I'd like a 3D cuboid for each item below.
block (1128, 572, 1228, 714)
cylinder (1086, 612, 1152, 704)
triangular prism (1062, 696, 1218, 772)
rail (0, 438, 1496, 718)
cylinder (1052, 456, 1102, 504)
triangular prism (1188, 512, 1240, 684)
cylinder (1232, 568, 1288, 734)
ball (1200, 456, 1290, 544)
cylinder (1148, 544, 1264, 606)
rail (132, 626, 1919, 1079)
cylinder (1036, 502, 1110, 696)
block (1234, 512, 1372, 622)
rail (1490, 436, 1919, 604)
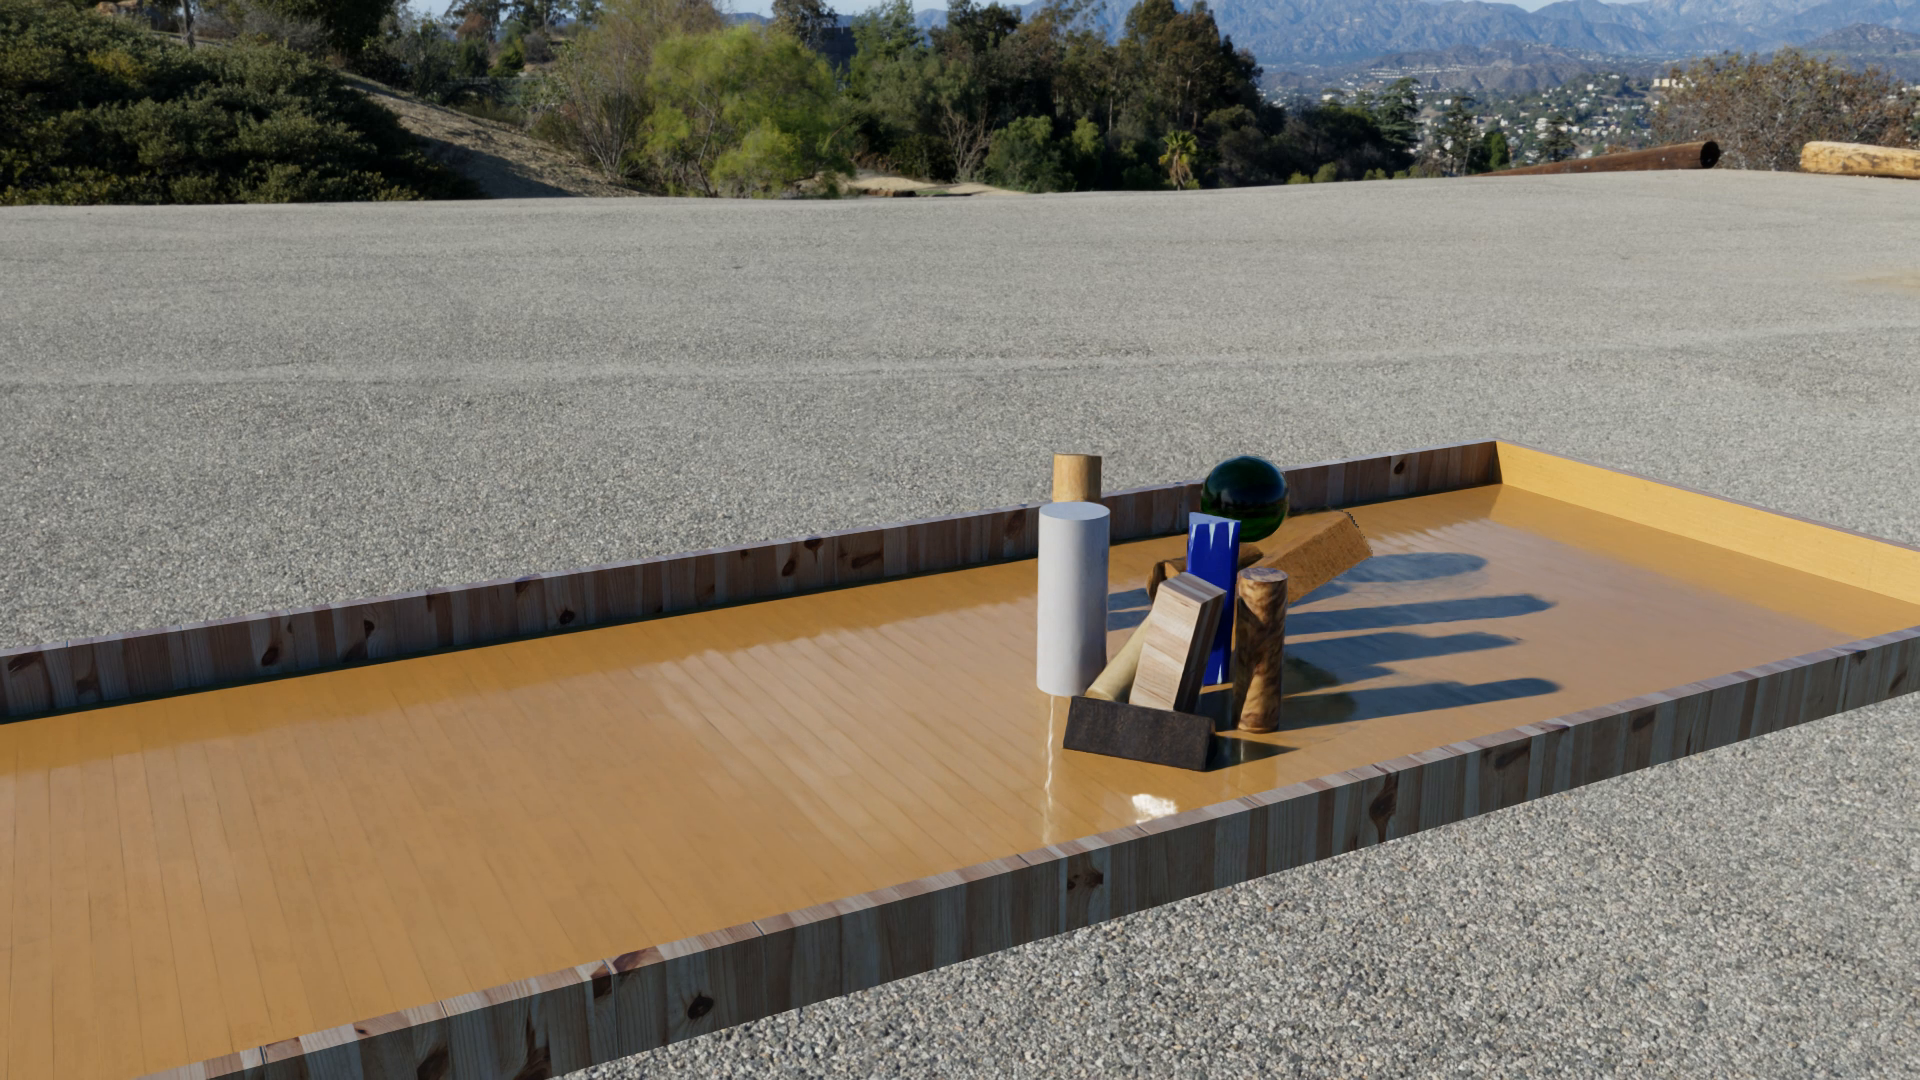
[{"bbox_3d":[0.497,0.264,3.806,0.115,0.351,0.115,27,29,32],"label":"block"},{"bbox_3d":[0.444,0.269,3.942,0.104,0.104,0.342,18,59,47],"label":"cylinder"},{"bbox_3d":[0.408,0.424,3.718,0.328,0.105,0.121,7,18,22],"label":"triangular prism"},{"bbox_3d":[-3.305,0.497,3.399,12.000,0.150,0.050,-9,18,-27],"label":"rail"},{"bbox_3d":[0.328,-0.031,4.689,0.137,0.415,0.137,2,2,0],"label":"cylinder"},{"bbox_3d":[0.595,0.145,4.125,0.140,0.413,0.121,-4,15,-22],"label":"triangular prism"},{"bbox_3d":[0.694,0.256,3.825,0.112,0.371,0.112,0,16,0],"label":"cylinder"},{"bbox_3d":[0.835,-0.119,4.830,0.258,0.258,0.258,0,16,0],"label":"ball"},{"bbox_3d":[0.706,0.114,4.681,0.320,0.161,0.161,-11,20,-33],"label":"cylinder"},{"bbox_3d":[-2.336,1.006,1.665,12.000,0.150,0.050,-9,18,-27],"label":"rail"},{"bbox_3d":[0.278,0.144,4.064,0.173,0.451,0.173,0,16,0],"label":"cylinder"},{"bbox_3d":[0.900,0.086,4.478,0.396,0.123,0.123,-32,5,3],"label":"block"},{"bbox_3d":[2.466,-0.048,5.253,0.050,0.150,2.100,-9,18,-27],"label":"rail"}]
